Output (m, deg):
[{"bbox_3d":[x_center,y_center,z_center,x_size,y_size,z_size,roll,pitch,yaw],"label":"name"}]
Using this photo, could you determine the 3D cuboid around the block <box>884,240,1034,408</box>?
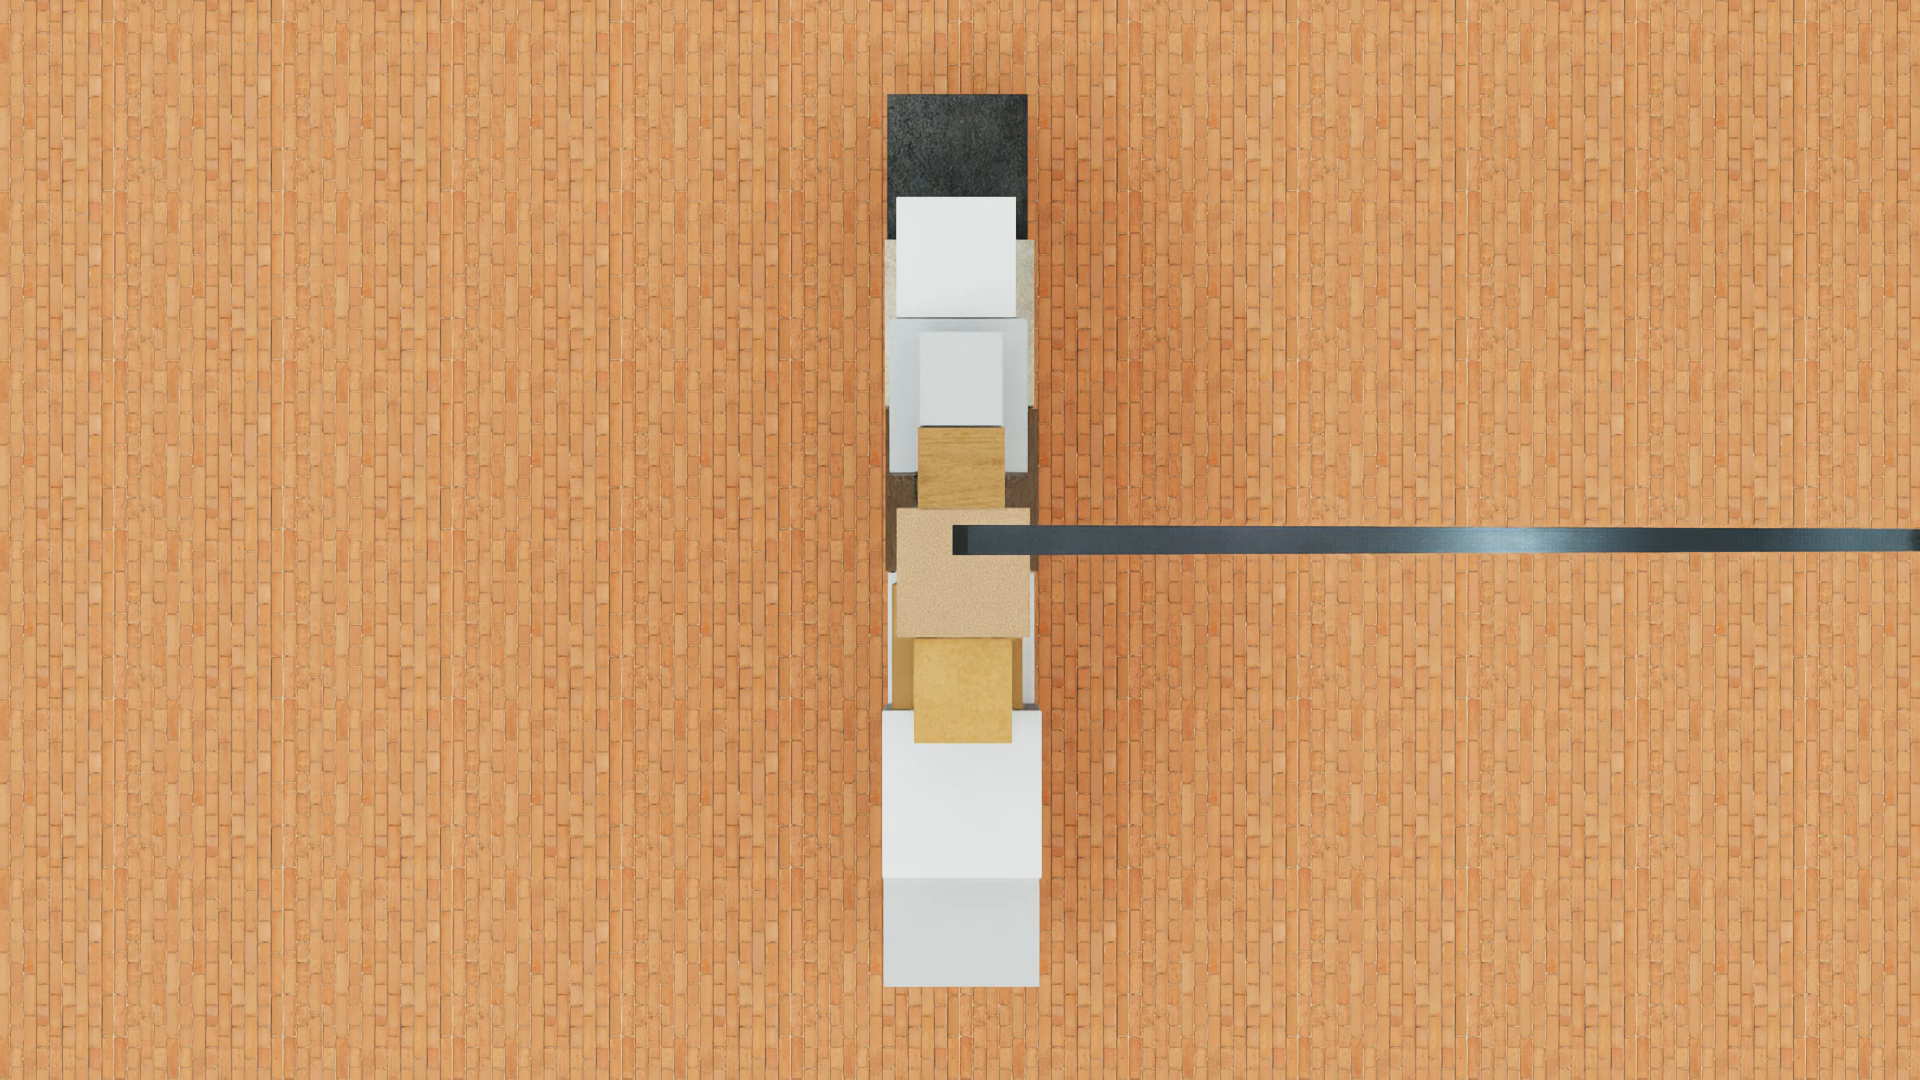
[{"bbox_3d":[-0.003,-1.194,12.539,0.820,0.922,0.911,0,90,0],"label":"block"}]

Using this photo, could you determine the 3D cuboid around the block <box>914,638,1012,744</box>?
[{"bbox_3d":[0.014,0.760,11.236,0.489,0.475,0.531,0,88,0],"label":"block"}]

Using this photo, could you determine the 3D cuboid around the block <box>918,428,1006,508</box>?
[{"bbox_3d":[0.007,-0.359,11.152,0.434,0.419,0.402,0,90,0],"label":"block"}]

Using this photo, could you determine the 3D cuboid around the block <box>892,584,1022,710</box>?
[{"bbox_3d":[-0.014,0.564,11.859,0.683,0.723,0.659,0,90,0],"label":"block"}]

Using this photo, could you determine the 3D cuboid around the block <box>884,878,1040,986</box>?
[{"bbox_3d":[0.009,2.056,12.585,0.860,0.829,0.831,0,90,0],"label":"block"}]

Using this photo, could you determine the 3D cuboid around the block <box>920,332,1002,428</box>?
[{"bbox_3d":[0.005,-0.801,11.151,0.409,0.419,0.471,0,90,0],"label":"block"}]

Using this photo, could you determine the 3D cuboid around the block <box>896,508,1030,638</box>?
[{"bbox_3d":[0.017,0.166,11.225,0.662,0.550,0.643,0,89,0],"label":"block"}]

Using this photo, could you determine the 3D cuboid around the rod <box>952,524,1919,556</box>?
[{"bbox_3d":[2.234,0.000,7.096,5.200,0.080,0.080,0,90,-31],"label":"rod"}]

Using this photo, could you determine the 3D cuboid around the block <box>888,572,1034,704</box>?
[{"bbox_3d":[0.006,0.555,12.610,0.813,0.778,0.745,0,90,0],"label":"block"}]

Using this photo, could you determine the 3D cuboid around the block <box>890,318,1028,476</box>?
[{"bbox_3d":[-0.007,-0.748,11.719,0.713,0.717,0.794,0,90,0],"label":"block"}]

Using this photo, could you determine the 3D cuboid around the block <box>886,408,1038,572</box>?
[{"bbox_3d":[0.010,-0.278,12.608,0.848,0.783,0.902,0,90,0],"label":"block"}]

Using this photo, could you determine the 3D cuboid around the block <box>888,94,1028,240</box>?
[{"bbox_3d":[-0.014,-2.065,12.595,0.780,0.810,0.812,0,90,0],"label":"block"}]

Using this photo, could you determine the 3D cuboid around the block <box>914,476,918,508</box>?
[{"bbox_3d":[0.001,-0.056,11.936,0.486,0.561,0.571,0,90,0],"label":"block"}]

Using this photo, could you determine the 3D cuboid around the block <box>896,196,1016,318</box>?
[{"bbox_3d":[-0.019,-1.467,11.737,0.618,0.682,0.622,0,90,0],"label":"block"}]

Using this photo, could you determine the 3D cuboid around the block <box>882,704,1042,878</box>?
[{"bbox_3d":[0.010,1.334,11.818,0.828,0.721,0.869,0,89,0],"label":"block"}]
